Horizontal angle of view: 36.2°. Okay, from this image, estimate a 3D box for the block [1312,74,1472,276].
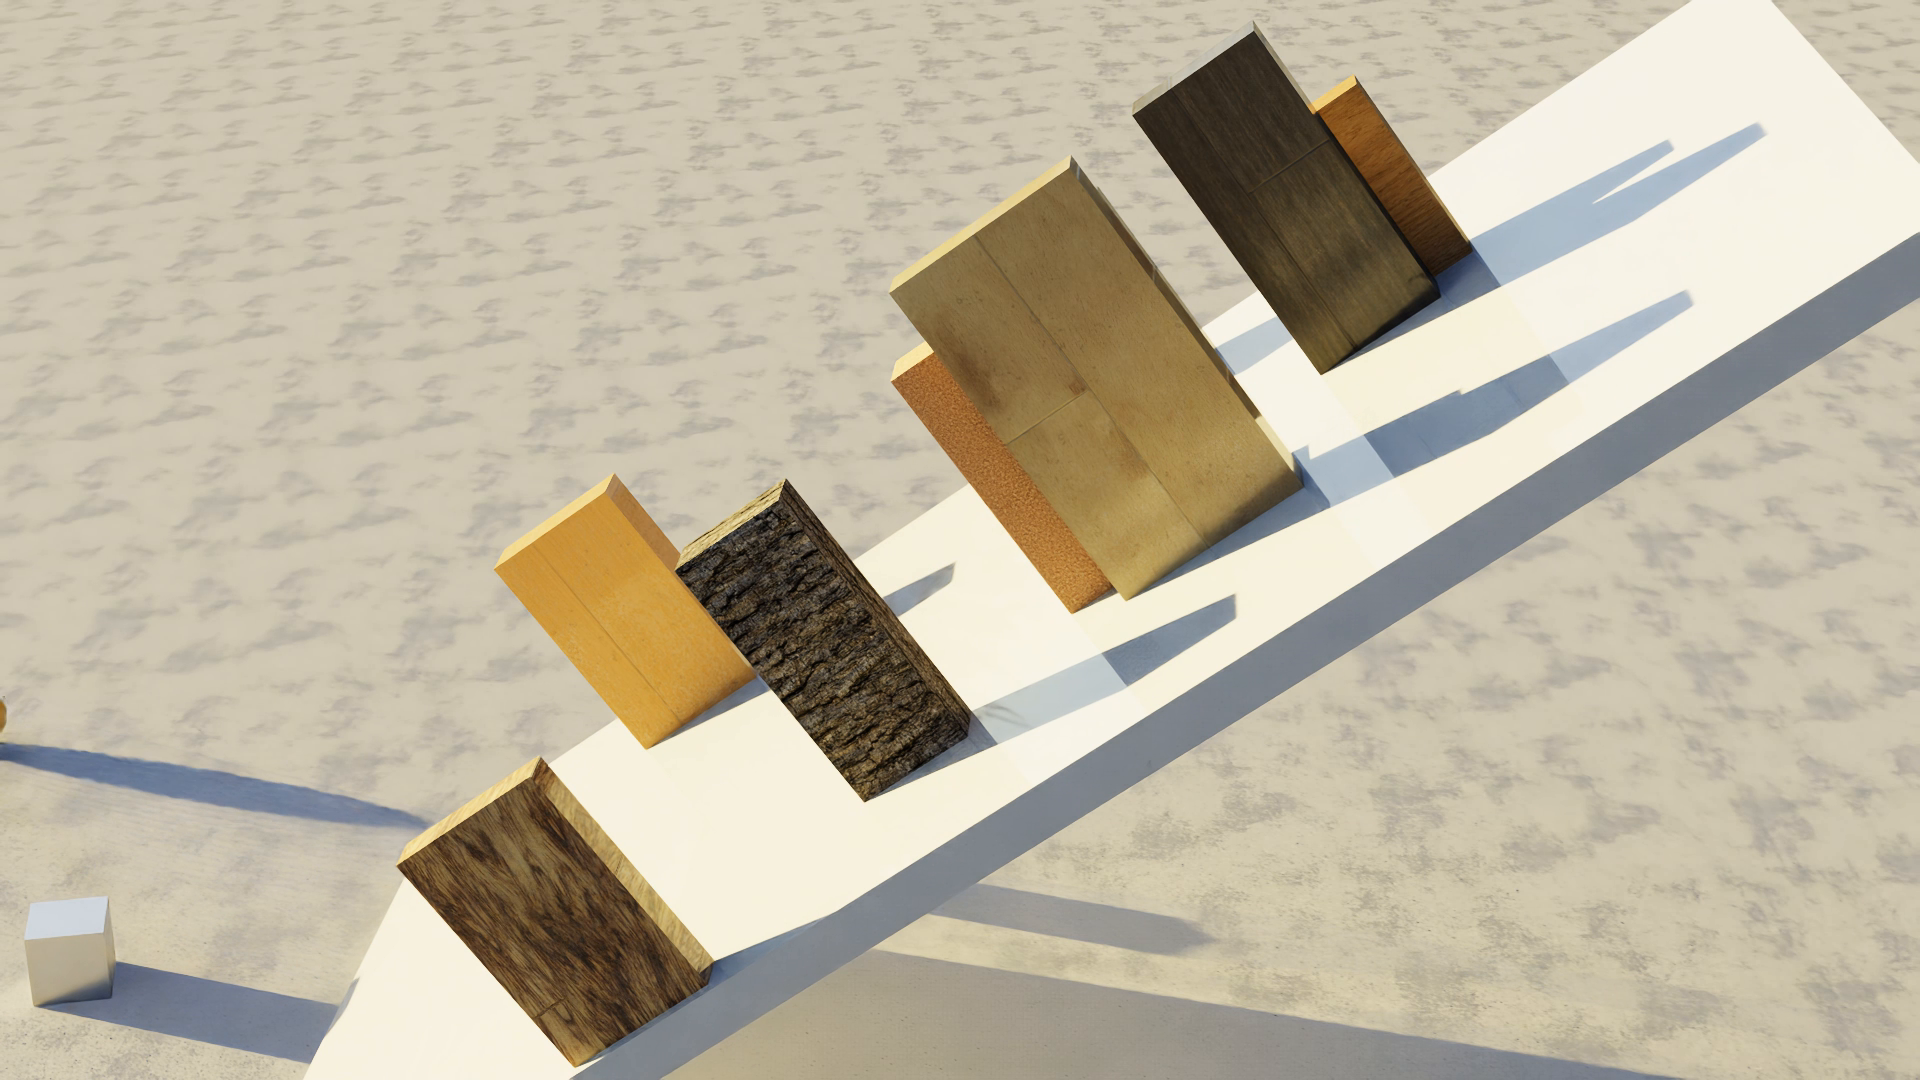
[{"bbox_3d":[0.793,-0.687,6.284,0.418,0.444,0.091,-34,16,16],"label":"block"}]

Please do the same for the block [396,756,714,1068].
[{"bbox_3d":[-0.767,0.712,5.598,0.331,0.535,0.089,-34,16,16],"label":"block"}]

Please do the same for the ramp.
[{"bbox_3d":[0.132,0.177,6.315,4.000,0.100,2.000,-34,16,16],"label":"ramp"}]

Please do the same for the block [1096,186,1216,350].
[{"bbox_3d":[0.287,-0.501,6.825,0.417,0.475,0.108,-34,16,16],"label":"block"}]

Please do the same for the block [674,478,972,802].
[{"bbox_3d":[-0.265,0.201,5.795,0.257,0.611,0.121,-34,16,16],"label":"block"}]

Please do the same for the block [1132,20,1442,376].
[{"bbox_3d":[0.682,-0.709,6.133,0.301,0.689,0.107,-34,16,16],"label":"block"}]

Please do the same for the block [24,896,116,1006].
[{"bbox_3d":[-2.198,1.015,7.273,0.186,0.186,0.186,-4,23,-11],"label":"block"}]

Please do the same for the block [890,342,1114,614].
[{"bbox_3d":[0.162,-0.179,5.922,0.282,0.614,0.126,-34,16,16],"label":"block"}]

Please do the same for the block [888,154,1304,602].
[{"bbox_3d":[0.270,-0.306,5.723,0.425,0.784,0.097,-34,16,16],"label":"block"}]

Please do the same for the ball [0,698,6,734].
[{"bbox_3d":[-2.858,0.510,8.515,0.187,0.187,0.187,0,22,0],"label":"ball"}]

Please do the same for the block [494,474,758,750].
[{"bbox_3d":[-0.797,0.176,7.106,0.345,0.584,0.127,-34,16,16],"label":"block"}]
